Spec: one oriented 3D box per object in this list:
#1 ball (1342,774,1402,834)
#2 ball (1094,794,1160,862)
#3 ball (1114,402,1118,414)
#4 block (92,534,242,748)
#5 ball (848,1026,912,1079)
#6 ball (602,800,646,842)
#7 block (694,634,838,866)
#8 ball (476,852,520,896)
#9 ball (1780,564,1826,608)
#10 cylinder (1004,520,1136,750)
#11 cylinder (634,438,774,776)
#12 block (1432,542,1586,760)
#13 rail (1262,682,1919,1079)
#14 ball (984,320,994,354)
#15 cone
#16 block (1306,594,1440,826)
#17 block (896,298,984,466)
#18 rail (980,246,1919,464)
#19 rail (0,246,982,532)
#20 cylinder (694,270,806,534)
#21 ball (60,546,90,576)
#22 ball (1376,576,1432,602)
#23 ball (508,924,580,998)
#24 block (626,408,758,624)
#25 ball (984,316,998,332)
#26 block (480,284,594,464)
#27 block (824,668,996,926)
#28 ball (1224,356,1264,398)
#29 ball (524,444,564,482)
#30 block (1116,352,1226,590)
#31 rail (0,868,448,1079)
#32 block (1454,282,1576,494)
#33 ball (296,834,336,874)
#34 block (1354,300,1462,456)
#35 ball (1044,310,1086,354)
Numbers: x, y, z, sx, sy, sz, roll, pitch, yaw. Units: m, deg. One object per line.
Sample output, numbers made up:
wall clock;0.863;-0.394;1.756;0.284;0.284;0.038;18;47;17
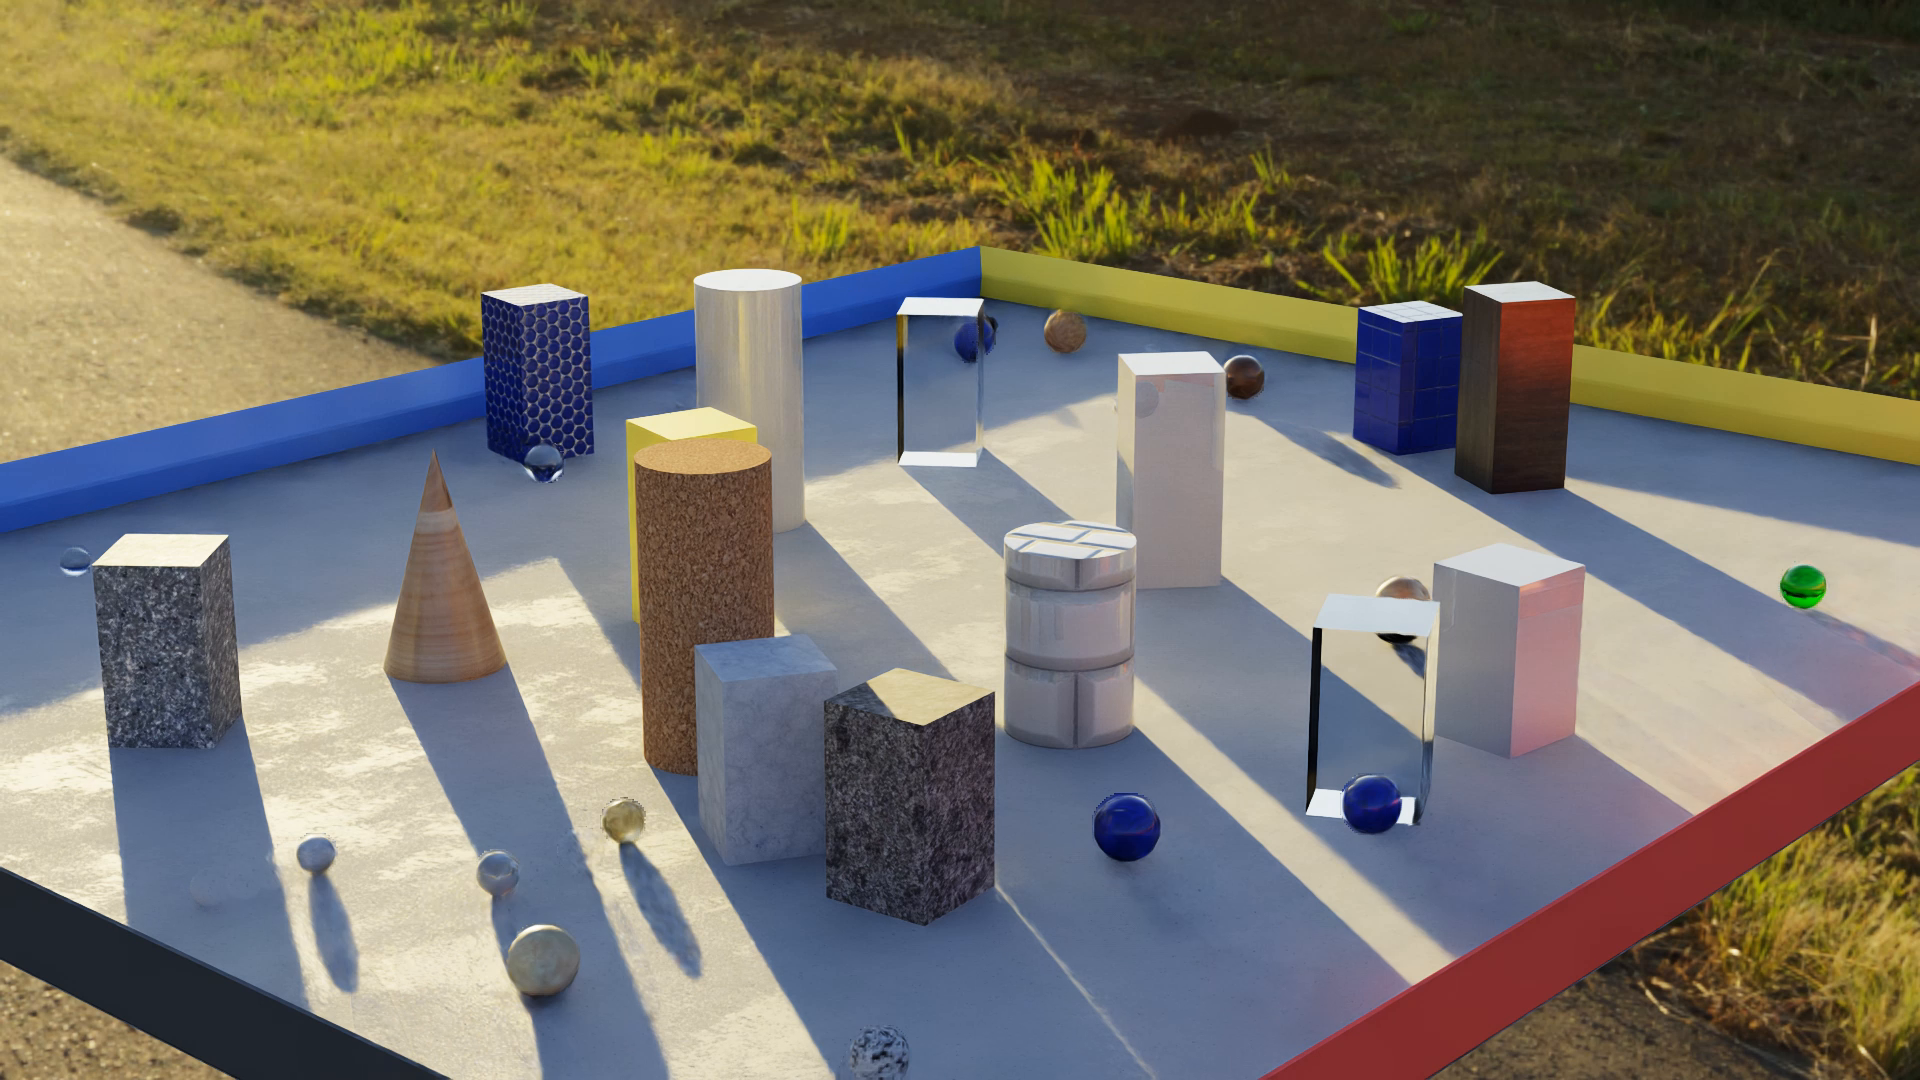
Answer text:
ball;0.574;0.369;4.088;0.083;0.083;0.083;0;17;0
ball;0.227;0.393;3.995;0.091;0.091;0.091;0;17;0
ball;0.354;-0.286;6.333;0.042;0.042;0.042;0;17;0
block;-1.201;0.153;4.451;0.160;0.288;0.160;1;17;2
ball;-0.092;0.593;3.362;0.071;0.071;0.071;0;17;0
ball;-0.465;0.390;4.060;0.059;0.059;0.059;0;17;0
block;-0.266;0.287;4.044;0.160;0.265;0.160;-6;18;-18
ball;-0.612;0.442;3.887;0.058;0.058;0.058;0;17;0
ball;1.455;0.079;5.058;0.078;0.078;0.078;0;17;0
cylinder;0.166;0.143;4.461;0.200;0.300;0.200;0;17;0
cylinder;-0.375;0.098;4.334;0.200;0.460;0.200;0;17;0
block;0.825;0.165;4.440;0.160;0.270;0.160;-15;22;-40
rail;1.196;0.332;4.125;0.045;0.130;3.859;14;22;39
ball;0.036;-0.477;6.883;0.091;0.091;0.091;0;17;0
cone;-0.841;0.026;4.734;0.200;0.366;0.200;0;17;0
block;0.589;0.239;4.176;0.160;0.280;0.160;4;17;14
block;-0.039;-0.324;5.988;0.160;0.313;0.160;2;17;5
rail;1.250;-0.382;6.498;3.216;0.130;0.045;14;22;39
rail;-1.196;-0.267;6.114;0.045;0.130;3.859;14;22;39
cylinder;-0.394;-0.260;5.510;0.200;0.467;0.200;0;17;0
ball;-1.580;0.039;5.235;0.053;0.053;0.053;0;17;0
ball;0.744;0.109;4.927;0.097;0.097;0.097;0;17;0
ball;-0.510;0.516;3.591;0.088;0.088;0.088;0;17;0
block;-0.448;-0.025;4.929;0.160;0.353;0.160;-11;20;-32
ball;0.067;-0.518;7.094;0.047;0.047;0.047;0;17;0
block;-0.867;-0.342;6.018;0.160;0.331;0.160;-12;21;-35
block;-0.065;0.336;3.862;0.160;0.277;0.160;11;20;33
ball;0.626;-0.361;6.486;0.097;0.097;0.097;0;17;0
ball;-0.827;-0.152;5.829;0.077;0.077;0.077;0;17;0
block;0.371;-0.125;5.198;0.160;0.388;0.160;-2;17;-7
rail;-1.250;0.447;3.742;3.216;0.130;0.045;14;22;39
block;1.095;-0.302;5.792;0.160;0.384;0.160;-5;18;-17
ball;-0.869;0.424;3.959;0.052;0.052;0.052;0;17;0
block;0.934;-0.338;6.093;0.160;0.280;0.160;-8;19;-26
ball;0.248;-0.490;6.912;0.100;0.100;0.100;0;17;0
